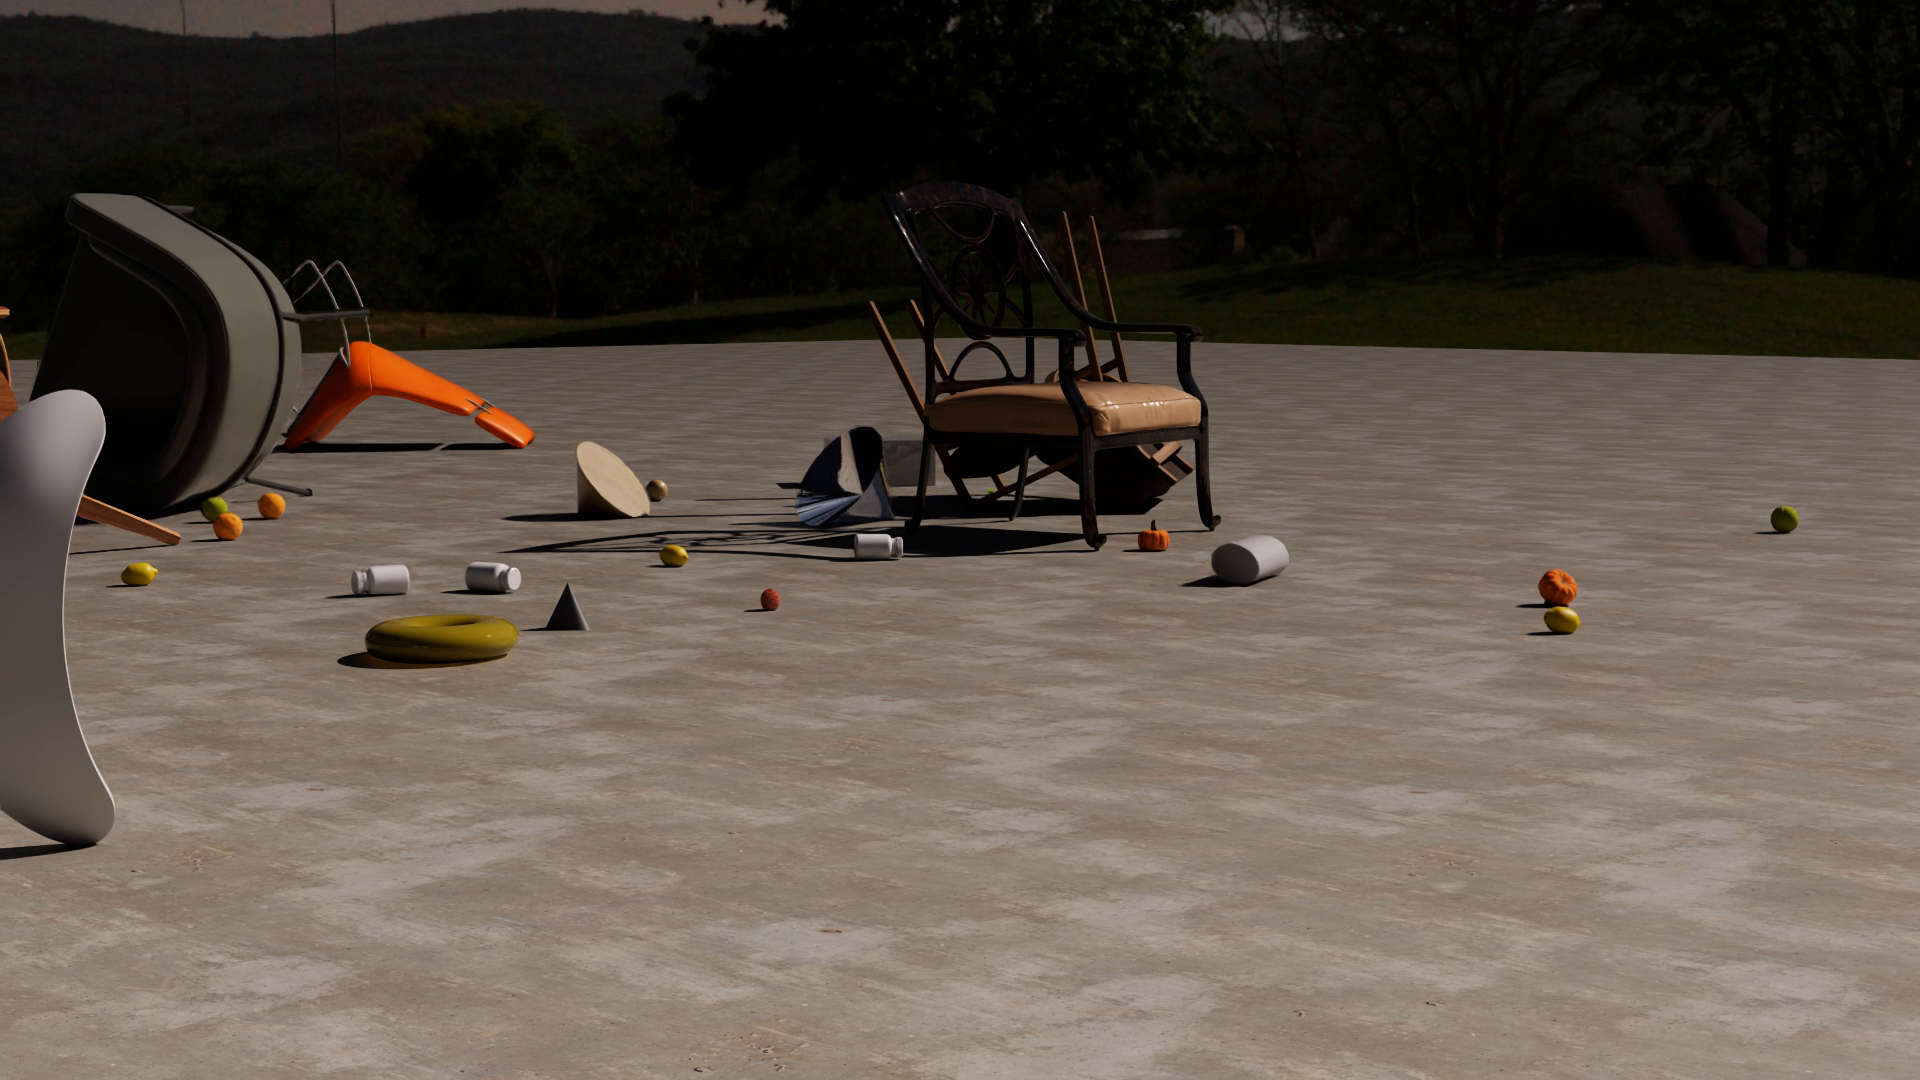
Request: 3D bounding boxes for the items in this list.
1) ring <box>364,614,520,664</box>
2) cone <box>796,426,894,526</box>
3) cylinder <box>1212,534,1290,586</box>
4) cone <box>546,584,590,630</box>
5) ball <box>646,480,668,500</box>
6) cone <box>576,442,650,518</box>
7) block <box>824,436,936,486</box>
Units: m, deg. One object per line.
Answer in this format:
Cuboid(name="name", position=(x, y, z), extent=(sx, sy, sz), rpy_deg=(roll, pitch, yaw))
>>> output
Cuboid(name="ring", position=(-0.898, 0.171, 4.450), extent=(0.257, 0.063, 0.272), rpy_deg=(3, 6, 33))
Cuboid(name="cone", position=(-0.250, -0.114, 6.891), extent=(0.234, 0.312, 0.267), rpy_deg=(39, 0, -39))
Cuboid(name="cylinder", position=(0.632, 0.042, 5.572), extent=(0.109, 0.085, 0.219), rpy_deg=(25, 15, 20))
Cuboid(name="cone", position=(-0.734, 0.123, 4.800), extent=(0.094, 0.087, 0.052), rpy_deg=(3, 6, 24))
Cuboid(name="ball", position=(-0.889, -0.147, 7.521), extent=(0.064, 0.064, 0.064), rpy_deg=(0, 6, 0))
Cuboid(name="cone", position=(-1.003, -0.118, 7.063), extent=(0.263, 0.150, 0.289), rpy_deg=(38, 20, -28))
Cuboid(name="block", position=(-0.257, -0.250, 8.138), extent=(0.326, 0.144, 0.223), rpy_deg=(-1, 6, -9))
